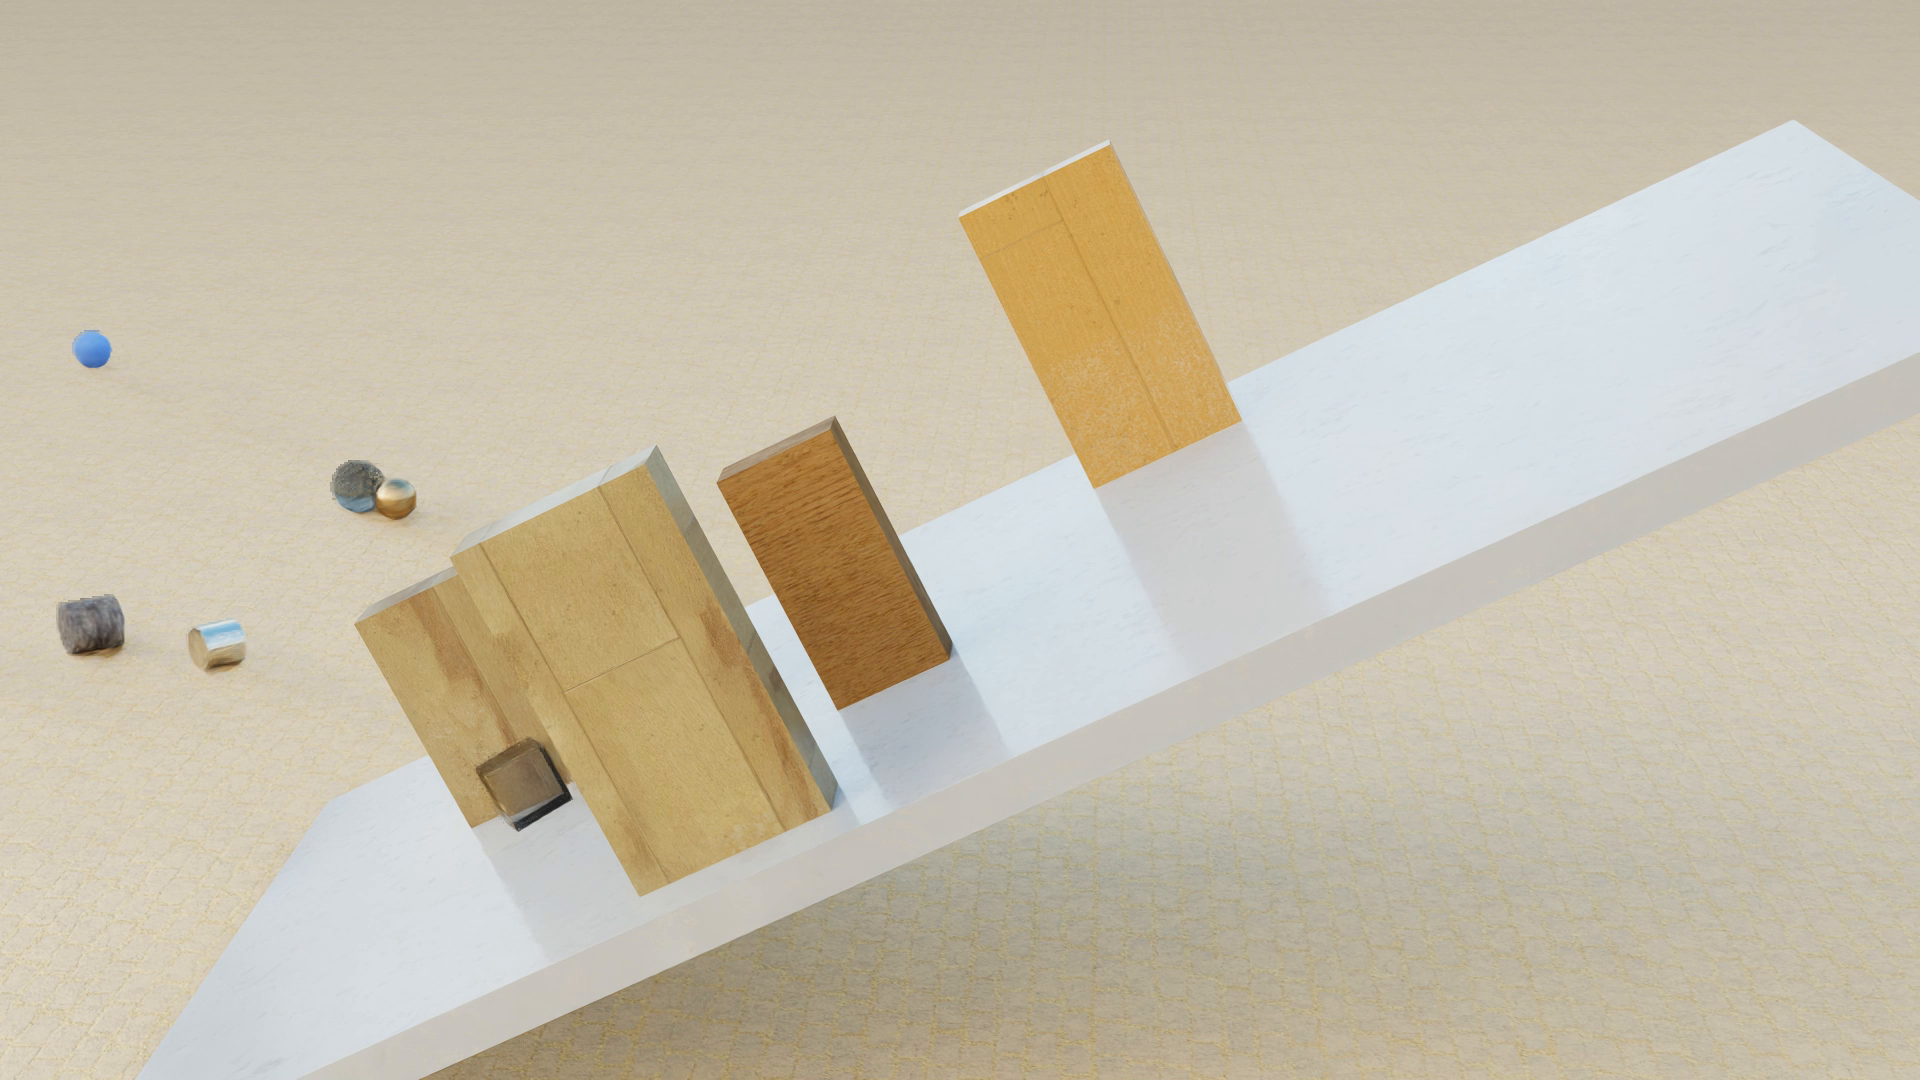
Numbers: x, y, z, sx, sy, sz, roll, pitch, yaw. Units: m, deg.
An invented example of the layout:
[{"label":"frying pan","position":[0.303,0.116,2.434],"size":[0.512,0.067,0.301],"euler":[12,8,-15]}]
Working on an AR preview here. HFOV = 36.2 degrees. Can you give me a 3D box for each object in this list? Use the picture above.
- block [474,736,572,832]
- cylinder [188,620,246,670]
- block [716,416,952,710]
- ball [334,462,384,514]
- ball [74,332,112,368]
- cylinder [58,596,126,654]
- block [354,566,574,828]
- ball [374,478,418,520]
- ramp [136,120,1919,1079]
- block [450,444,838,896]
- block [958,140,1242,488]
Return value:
[{"label":"block","position":[-0.964,0.538,6.494],"size":[0.140,0.140,0.140],"euler":[-31,14,-16]},{"label":"cylinder","position":[-2.238,0.316,8.865],"size":[0.127,0.127,0.127],"euler":[-14,21,-40]},{"label":"block","position":[-0.256,0.049,6.089],"size":[0.261,0.545,0.118],"euler":[-25,14,10]},{"label":"ball","position":[-2.140,-0.188,10.483],"size":[0.185,0.185,0.185],"euler":[0,16,0]},{"label":"ball","position":[-3.739,-0.819,12.681],"size":[0.155,0.155,0.155],"euler":[0,16,0]},{"label":"cylinder","position":[-2.657,0.261,9.000],"size":[0.156,0.156,0.156],"euler":[-10,19,-32]},{"label":"block","position":[-1.040,0.317,6.606],"size":[0.403,0.538,0.131],"euler":[-25,14,10]},{"label":"ball","position":[-1.996,-0.147,10.403],"size":[0.150,0.150,0.150],"euler":[0,16,0]},{"label":"ramp","position":[0.138,0.168,6.281],"size":[4.000,0.100,2.000],"euler":[-25,14,10]},{"label":"block","position":[-0.587,0.250,5.537],"size":[0.410,0.747,0.147],"euler":[-25,14,10]},{"label":"block","position":[0.324,-0.512,6.728],"size":[0.378,0.705,0.081],"euler":[-25,14,10]}]
